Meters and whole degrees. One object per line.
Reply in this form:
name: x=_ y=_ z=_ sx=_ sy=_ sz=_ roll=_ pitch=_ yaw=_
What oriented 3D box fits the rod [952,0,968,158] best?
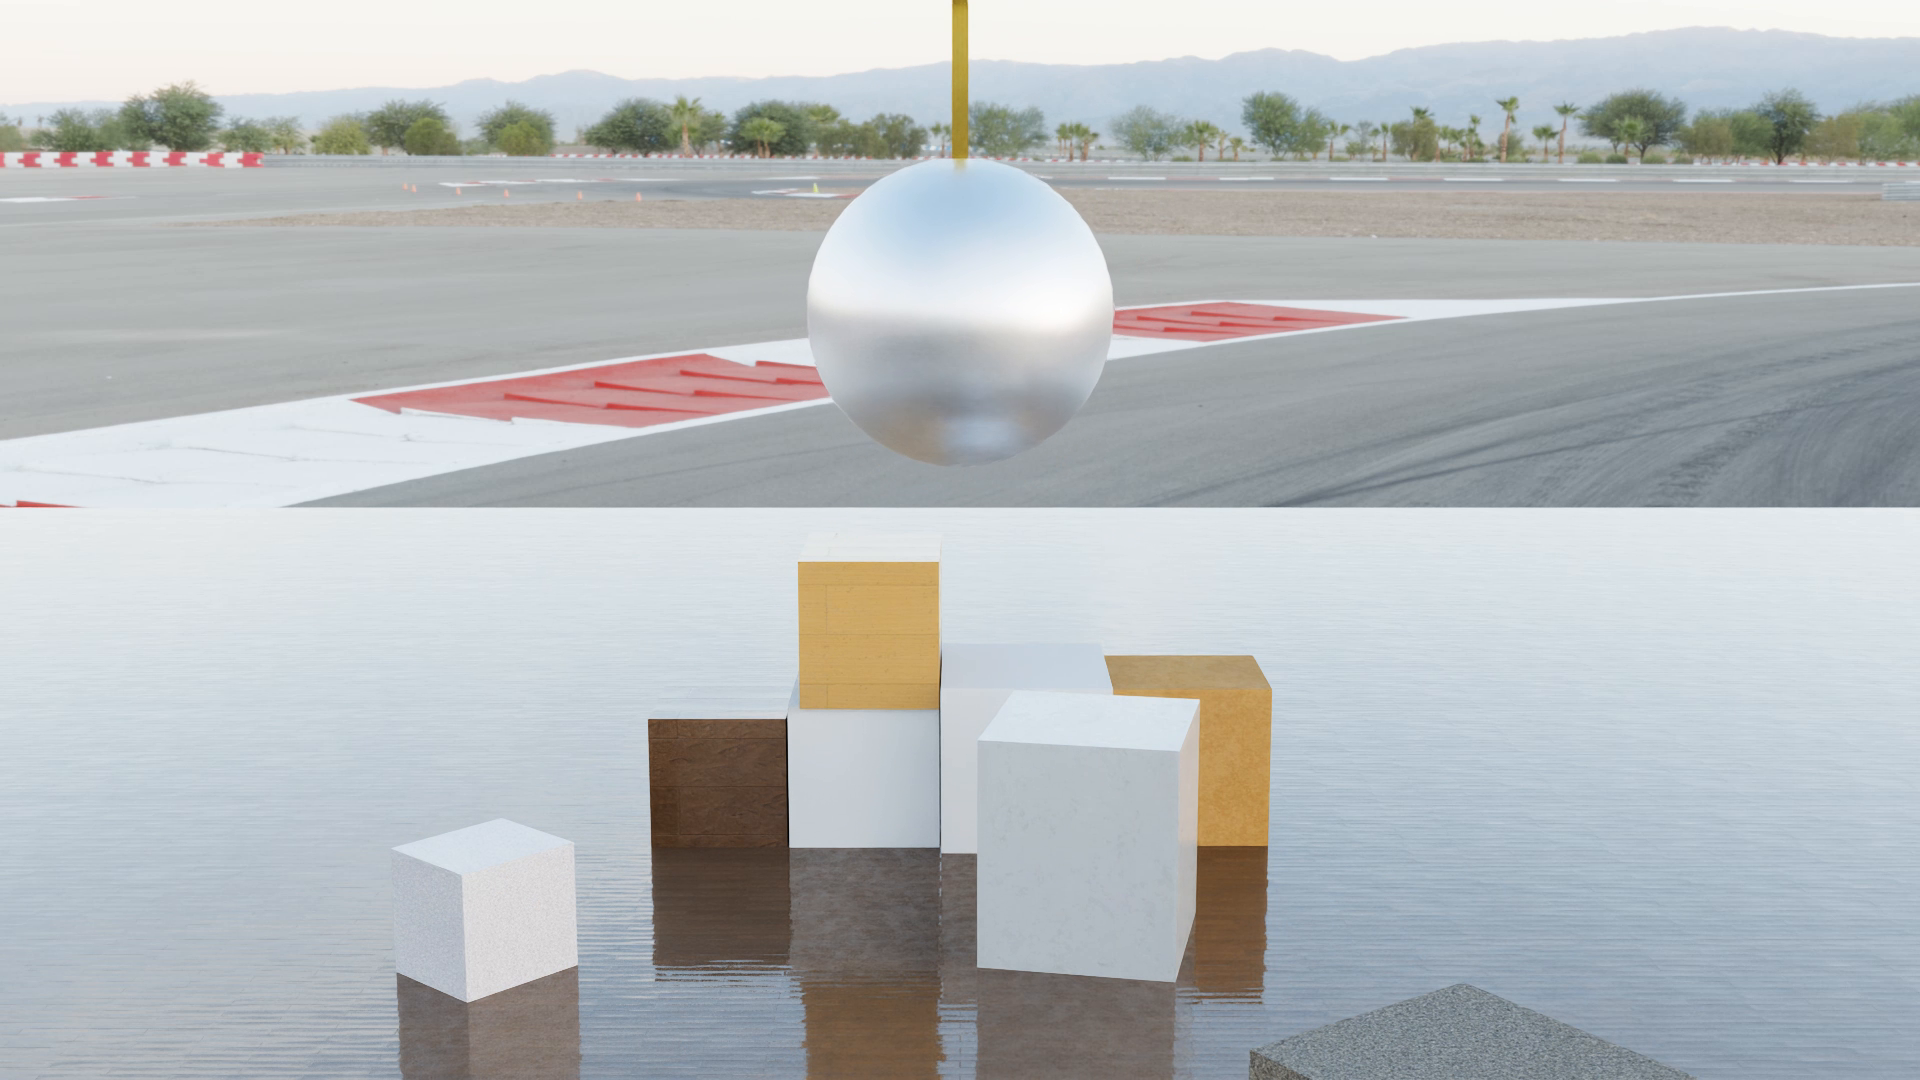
rod: x=0.000 y=-4.468 z=10.568 sx=0.080 sy=5.200 sz=0.080 roll=0 pitch=15 yaw=0

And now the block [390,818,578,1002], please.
block: x=-2.030 y=1.569 z=9.397 sx=0.511 sy=0.551 sz=0.572 roll=9 pitch=14 yaw=41

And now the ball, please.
ball: x=0.000 y=-1.179 z=11.428 sx=1.600 sy=1.600 sz=1.600 roll=0 pitch=10 yaw=0

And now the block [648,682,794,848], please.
block: x=-1.211 y=1.151 z=11.372 sx=0.686 sy=0.667 sz=0.749 roll=0 pitch=10 yaw=0

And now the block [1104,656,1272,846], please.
block: x=1.158 y=1.076 z=11.378 sx=0.792 sy=0.811 sz=0.740 roll=0 pitch=10 yaw=0

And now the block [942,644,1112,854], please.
block: x=0.329 y=1.059 z=11.377 sx=0.846 sy=0.846 sz=0.982 roll=0 pitch=10 yaw=0

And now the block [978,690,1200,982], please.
block: x=0.580 y=1.280 z=9.704 sx=0.854 sy=1.010 sz=0.873 roll=2 pitch=11 yaw=11

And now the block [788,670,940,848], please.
block: x=-0.480 y=1.119 z=11.376 sx=0.755 sy=0.728 sz=0.773 roll=0 pitch=10 yaw=0

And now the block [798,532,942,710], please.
block: x=-0.445 y=0.399 z=11.225 sx=0.692 sy=0.744 sz=0.812 roll=0 pitch=10 yaw=0

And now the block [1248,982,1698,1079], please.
block: x=1.530 y=1.951 z=6.666 sx=0.943 sy=0.776 sz=0.913 roll=-7 pitch=13 yaw=-34
